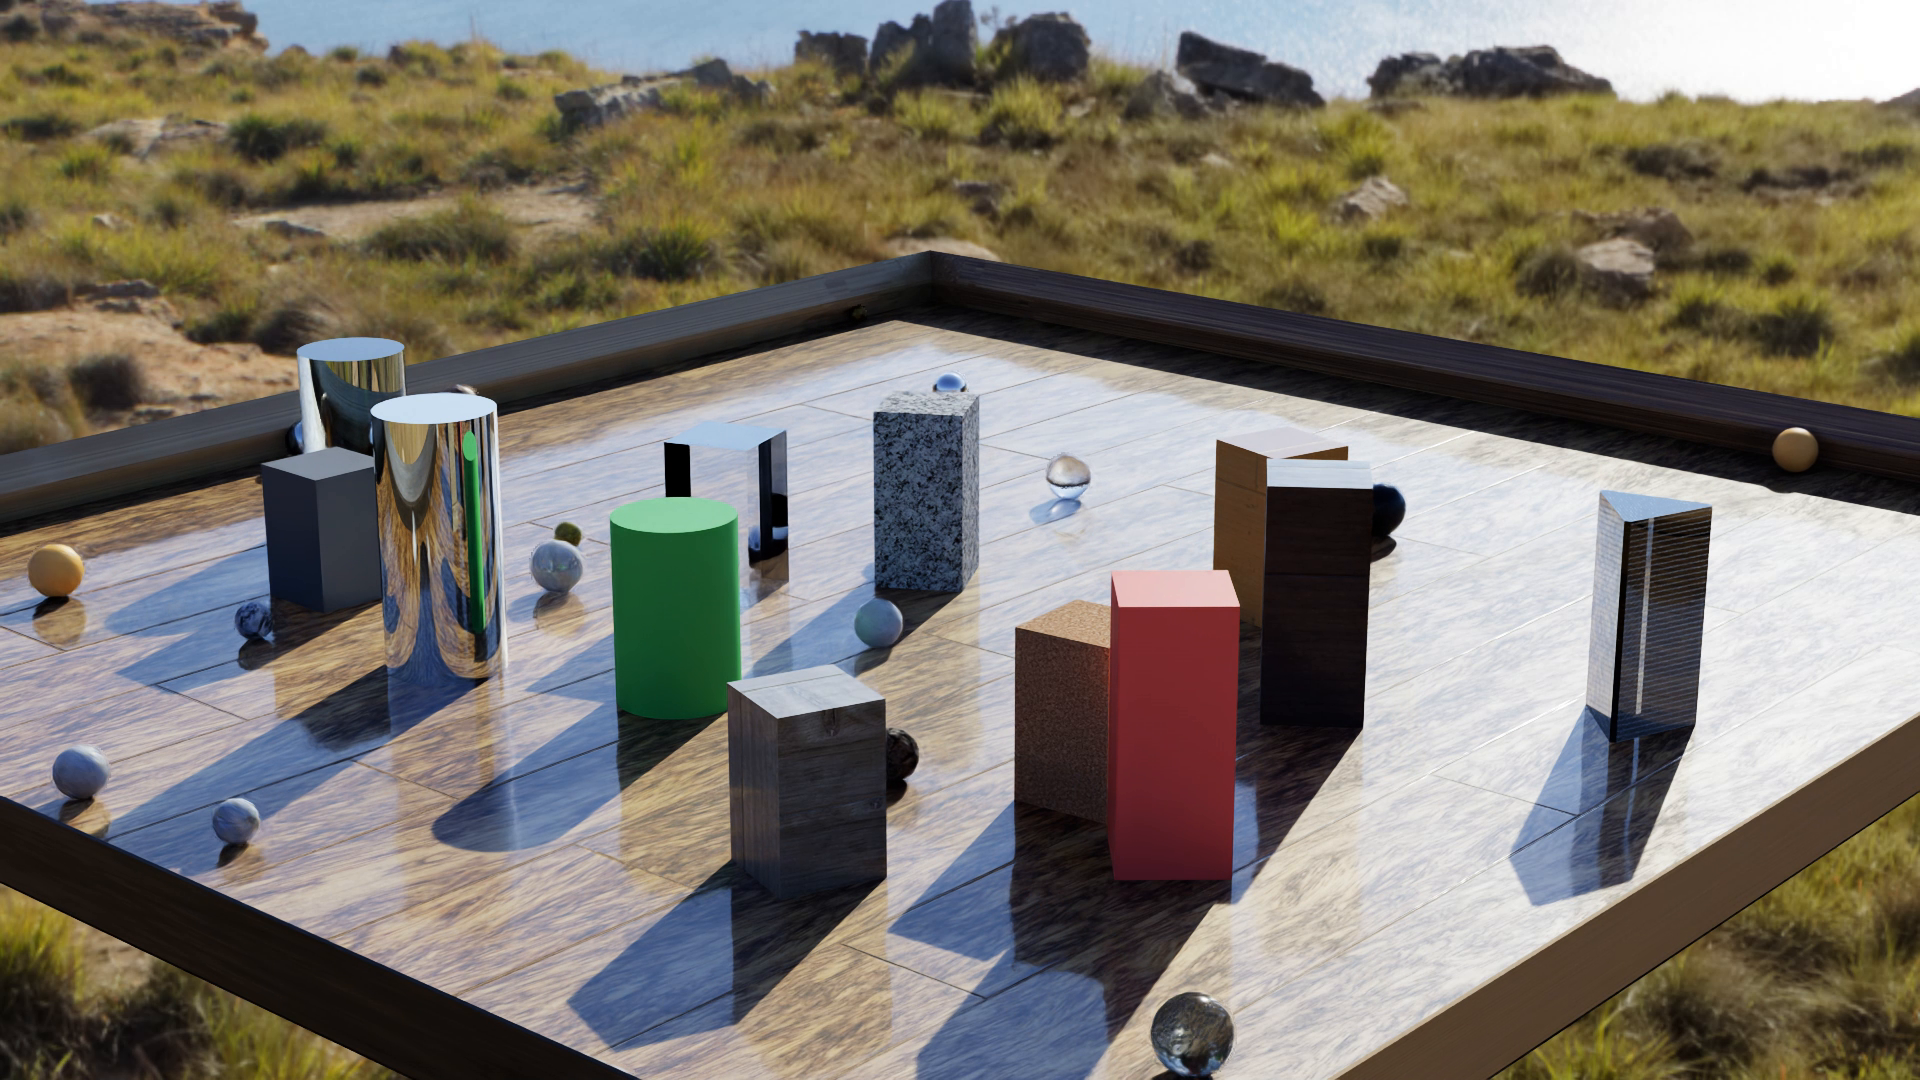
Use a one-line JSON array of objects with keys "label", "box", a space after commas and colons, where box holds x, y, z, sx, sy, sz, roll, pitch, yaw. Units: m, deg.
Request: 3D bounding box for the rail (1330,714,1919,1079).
[{"label": "rail", "box": [1.237, 0.342, 4.091, 0.045, 0.128, 3.596, 14, 22, 39]}]

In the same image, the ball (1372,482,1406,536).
[{"label": "ball", "box": [0.783, -0.058, 5.473, 0.099, 0.099, 0.099, 0, 17, 0]}]

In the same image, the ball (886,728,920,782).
[{"label": "ball", "box": [-0.098, 0.314, 4.278, 0.077, 0.077, 0.077, 0, 17, 0]}]

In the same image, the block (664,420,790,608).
[{"label": "block", "box": [-0.406, -0.047, 5.125, 0.158, 0.279, 0.158, 7, 18, 21]}]

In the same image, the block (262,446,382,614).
[{"label": "block", "box": [-1.096, -0.019, 5.106, 0.158, 0.237, 0.158, 15, 22, 40]}]

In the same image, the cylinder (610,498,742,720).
[{"label": "cylinder", "box": [-0.443, 0.105, 4.583, 0.198, 0.301, 0.198, 0, 17, 0]}]

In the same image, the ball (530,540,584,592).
[{"label": "ball", "box": [-0.706, 0.046, 5.140, 0.092, 0.092, 0.092, 0, 17, 0]}]

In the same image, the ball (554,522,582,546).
[{"label": "ball", "box": [-0.720, -0.008, 5.390, 0.052, 0.052, 0.052, 0, 17, 0]}]

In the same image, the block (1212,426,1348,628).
[{"label": "block", "box": [0.545, -0.021, 5.001, 0.158, 0.301, 0.158, -11, 20, -32]}]

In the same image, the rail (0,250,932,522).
[{"label": "rail", "box": [-1.237, -0.278, 6.149, 0.045, 0.128, 3.596, 14, 22, 39]}]

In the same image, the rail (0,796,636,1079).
[{"label": "rail", "box": [-1.163, 0.419, 3.837, 3.325, 0.128, 0.045, 14, 22, 39]}]

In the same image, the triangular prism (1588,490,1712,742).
[{"label": "triangular prism", "box": [1.023, 0.109, 4.488, 0.171, 0.349, 0.148, -10, 19, -29]}]

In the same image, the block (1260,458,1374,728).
[{"label": "block", "box": [0.548, 0.081, 4.523, 0.158, 0.381, 0.158, 2, 17, 5]}]

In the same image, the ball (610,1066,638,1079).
[{"label": "ball", "box": [-0.387, 0.622, 3.263, 0.072, 0.072, 0.072, 0, 17, 0]}]

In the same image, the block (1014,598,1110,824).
[{"label": "block", "box": [0.188, 0.243, 4.194, 0.158, 0.262, 0.158, 12, 20, 34]}]

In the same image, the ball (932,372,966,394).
[{"label": "ball", "box": [-0.022, -0.330, 6.417, 0.075, 0.075, 0.075, 0, 17, 0]}]

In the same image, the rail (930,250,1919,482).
[{"label": "rail", "box": [1.163, -0.354, 6.403, 3.325, 0.128, 0.045, 14, 22, 39]}]

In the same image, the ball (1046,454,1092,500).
[{"label": "ball", "box": [0.212, -0.122, 5.706, 0.088, 0.088, 0.088, 0, 17, 0]}]

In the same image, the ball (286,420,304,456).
[{"label": "ball", "box": [-1.323, -0.202, 5.965, 0.091, 0.091, 0.091, 0, 17, 0]}]

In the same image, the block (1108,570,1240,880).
[{"label": "block", "box": [0.285, 0.249, 3.957, 0.158, 0.386, 0.158, 0, 17, -1]}]

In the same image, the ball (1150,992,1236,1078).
[{"label": "ball", "box": [0.269, 0.572, 3.387, 0.097, 0.097, 0.097, 0, 17, 0]}]

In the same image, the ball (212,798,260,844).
[{"label": "ball", "box": [-1.001, 0.388, 4.053, 0.064, 0.064, 0.064, 0, 17, 0]}]

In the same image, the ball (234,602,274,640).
[{"label": "ball", "box": [-1.179, 0.135, 4.895, 0.063, 0.063, 0.063, 0, 17, 0]}]

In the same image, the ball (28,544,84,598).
[{"label": "ball", "box": [-1.576, 0.053, 5.113, 0.093, 0.093, 0.093, 0, 17, 0]}]

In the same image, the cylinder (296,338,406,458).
[{"label": "cylinder", "box": [-1.137, -0.196, 5.521, 0.198, 0.335, 0.198, 0, 17, 0]}]

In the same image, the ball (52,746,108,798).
[{"label": "ball", "box": [-1.264, 0.333, 4.213, 0.077, 0.077, 0.077, 0, 17, 0]}]

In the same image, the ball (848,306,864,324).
[{"label": "ball", "box": [-0.256, -0.553, 7.216, 0.041, 0.041, 0.041, 0, 17, 0]}]

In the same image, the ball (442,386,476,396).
[{"label": "ball", "box": [-1.068, -0.286, 6.250, 0.088, 0.088, 0.088, 0, 17, 0]}]

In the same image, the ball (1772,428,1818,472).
[{"label": "ball", "box": [1.680, -0.181, 5.897, 0.090, 0.090, 0.090, 0, 17, 0]}]

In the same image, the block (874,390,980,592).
[{"label": "block", "box": [-0.058, -0.088, 5.192, 0.158, 0.319, 0.158, 3, 17, 11]}]

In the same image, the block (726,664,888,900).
[{"label": "block", "box": [-0.205, 0.323, 3.940, 0.158, 0.255, 0.158, -9, 19, -27]}]

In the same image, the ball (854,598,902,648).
[{"label": "ball", "box": [-0.135, 0.137, 4.855, 0.081, 0.081, 0.081, 0, 17, 0]}]

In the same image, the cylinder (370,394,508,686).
[{"label": "cylinder", "box": [-0.835, -0.003, 4.714, 0.198, 0.431, 0.198, 0, 17, 0]}]
